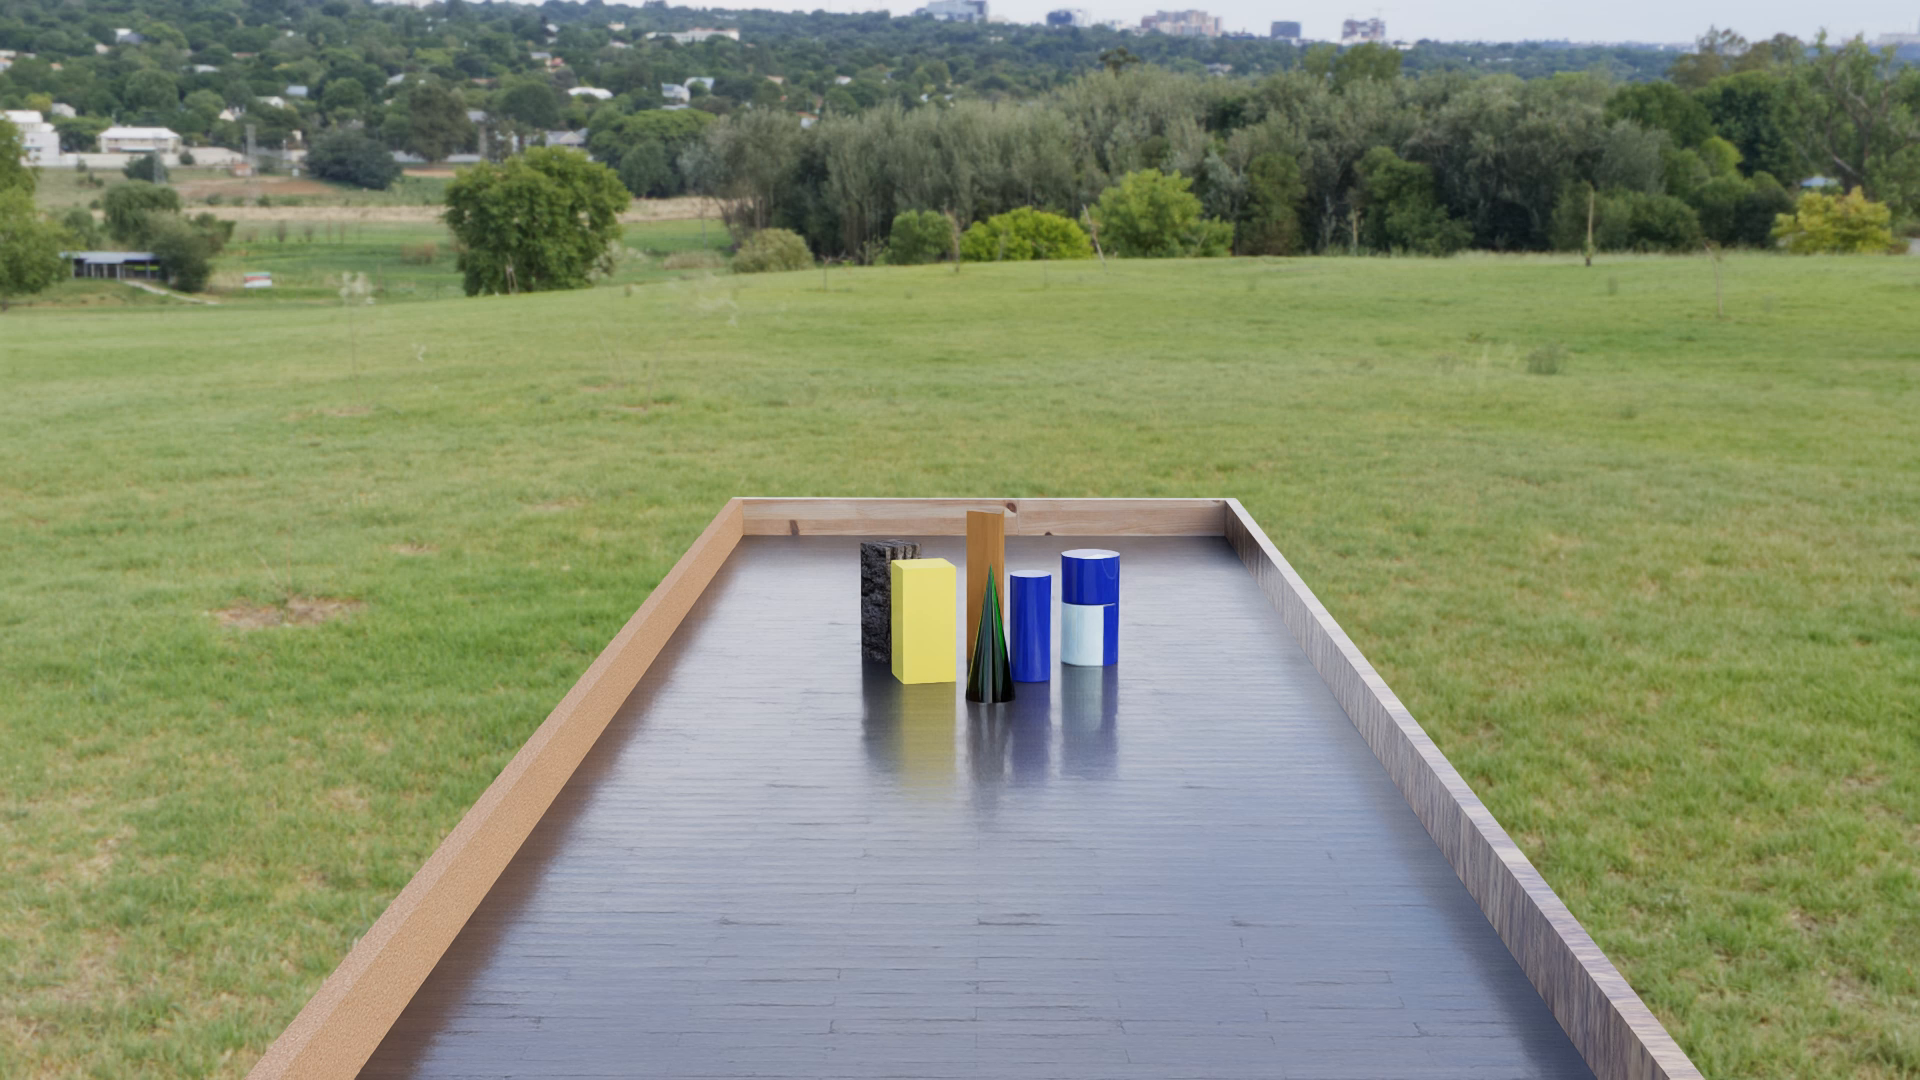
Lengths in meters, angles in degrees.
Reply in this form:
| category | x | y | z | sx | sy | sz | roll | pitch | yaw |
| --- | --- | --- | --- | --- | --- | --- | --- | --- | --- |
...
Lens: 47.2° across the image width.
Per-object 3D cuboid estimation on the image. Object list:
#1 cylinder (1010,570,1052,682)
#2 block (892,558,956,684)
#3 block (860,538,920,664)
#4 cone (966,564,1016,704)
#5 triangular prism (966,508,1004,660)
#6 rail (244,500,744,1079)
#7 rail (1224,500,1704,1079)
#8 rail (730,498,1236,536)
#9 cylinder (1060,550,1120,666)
| category | x | y | z | sx | sy | sz | roll | pitch | yaw |
| --- | --- | --- | --- | --- | --- | --- | --- | --- | --- |
| cylinder | 0.206 | 0.252 | 6.425 | 0.121 | 0.312 | 0.121 | 0 | 9 | 0 |
| block | -0.107 | 0.236 | 6.441 | 0.157 | 0.338 | 0.157 | -2 | 9 | -14 |
| block | -0.211 | 0.186 | 6.706 | 0.131 | 0.354 | 0.131 | -7 | 11 | -37 |
| cone | 0.086 | 0.253 | 6.178 | 0.144 | 0.387 | 0.144 | 0 | 9 | 0 |
| triangular prism | 0.101 | 0.135 | 6.692 | 0.124 | 0.458 | 0.108 | 6 | 11 | 35 |
| rail | -1.004 | 0.839 | 3.234 | 0.050 | 0.150 | 12.000 | 0 | 9 | 1 |
| rail | 1.046 | 0.843 | 3.208 | 0.050 | 0.150 | 12.000 | 0 | 9 | 1 |
| rail | 0.099 | -0.098 | 9.147 | 2.100 | 0.150 | 0.050 | 0 | 9 | 1 |
| cylinder | 0.395 | 0.204 | 6.671 | 0.177 | 0.329 | 0.177 | 0 | 9 | 0 |
